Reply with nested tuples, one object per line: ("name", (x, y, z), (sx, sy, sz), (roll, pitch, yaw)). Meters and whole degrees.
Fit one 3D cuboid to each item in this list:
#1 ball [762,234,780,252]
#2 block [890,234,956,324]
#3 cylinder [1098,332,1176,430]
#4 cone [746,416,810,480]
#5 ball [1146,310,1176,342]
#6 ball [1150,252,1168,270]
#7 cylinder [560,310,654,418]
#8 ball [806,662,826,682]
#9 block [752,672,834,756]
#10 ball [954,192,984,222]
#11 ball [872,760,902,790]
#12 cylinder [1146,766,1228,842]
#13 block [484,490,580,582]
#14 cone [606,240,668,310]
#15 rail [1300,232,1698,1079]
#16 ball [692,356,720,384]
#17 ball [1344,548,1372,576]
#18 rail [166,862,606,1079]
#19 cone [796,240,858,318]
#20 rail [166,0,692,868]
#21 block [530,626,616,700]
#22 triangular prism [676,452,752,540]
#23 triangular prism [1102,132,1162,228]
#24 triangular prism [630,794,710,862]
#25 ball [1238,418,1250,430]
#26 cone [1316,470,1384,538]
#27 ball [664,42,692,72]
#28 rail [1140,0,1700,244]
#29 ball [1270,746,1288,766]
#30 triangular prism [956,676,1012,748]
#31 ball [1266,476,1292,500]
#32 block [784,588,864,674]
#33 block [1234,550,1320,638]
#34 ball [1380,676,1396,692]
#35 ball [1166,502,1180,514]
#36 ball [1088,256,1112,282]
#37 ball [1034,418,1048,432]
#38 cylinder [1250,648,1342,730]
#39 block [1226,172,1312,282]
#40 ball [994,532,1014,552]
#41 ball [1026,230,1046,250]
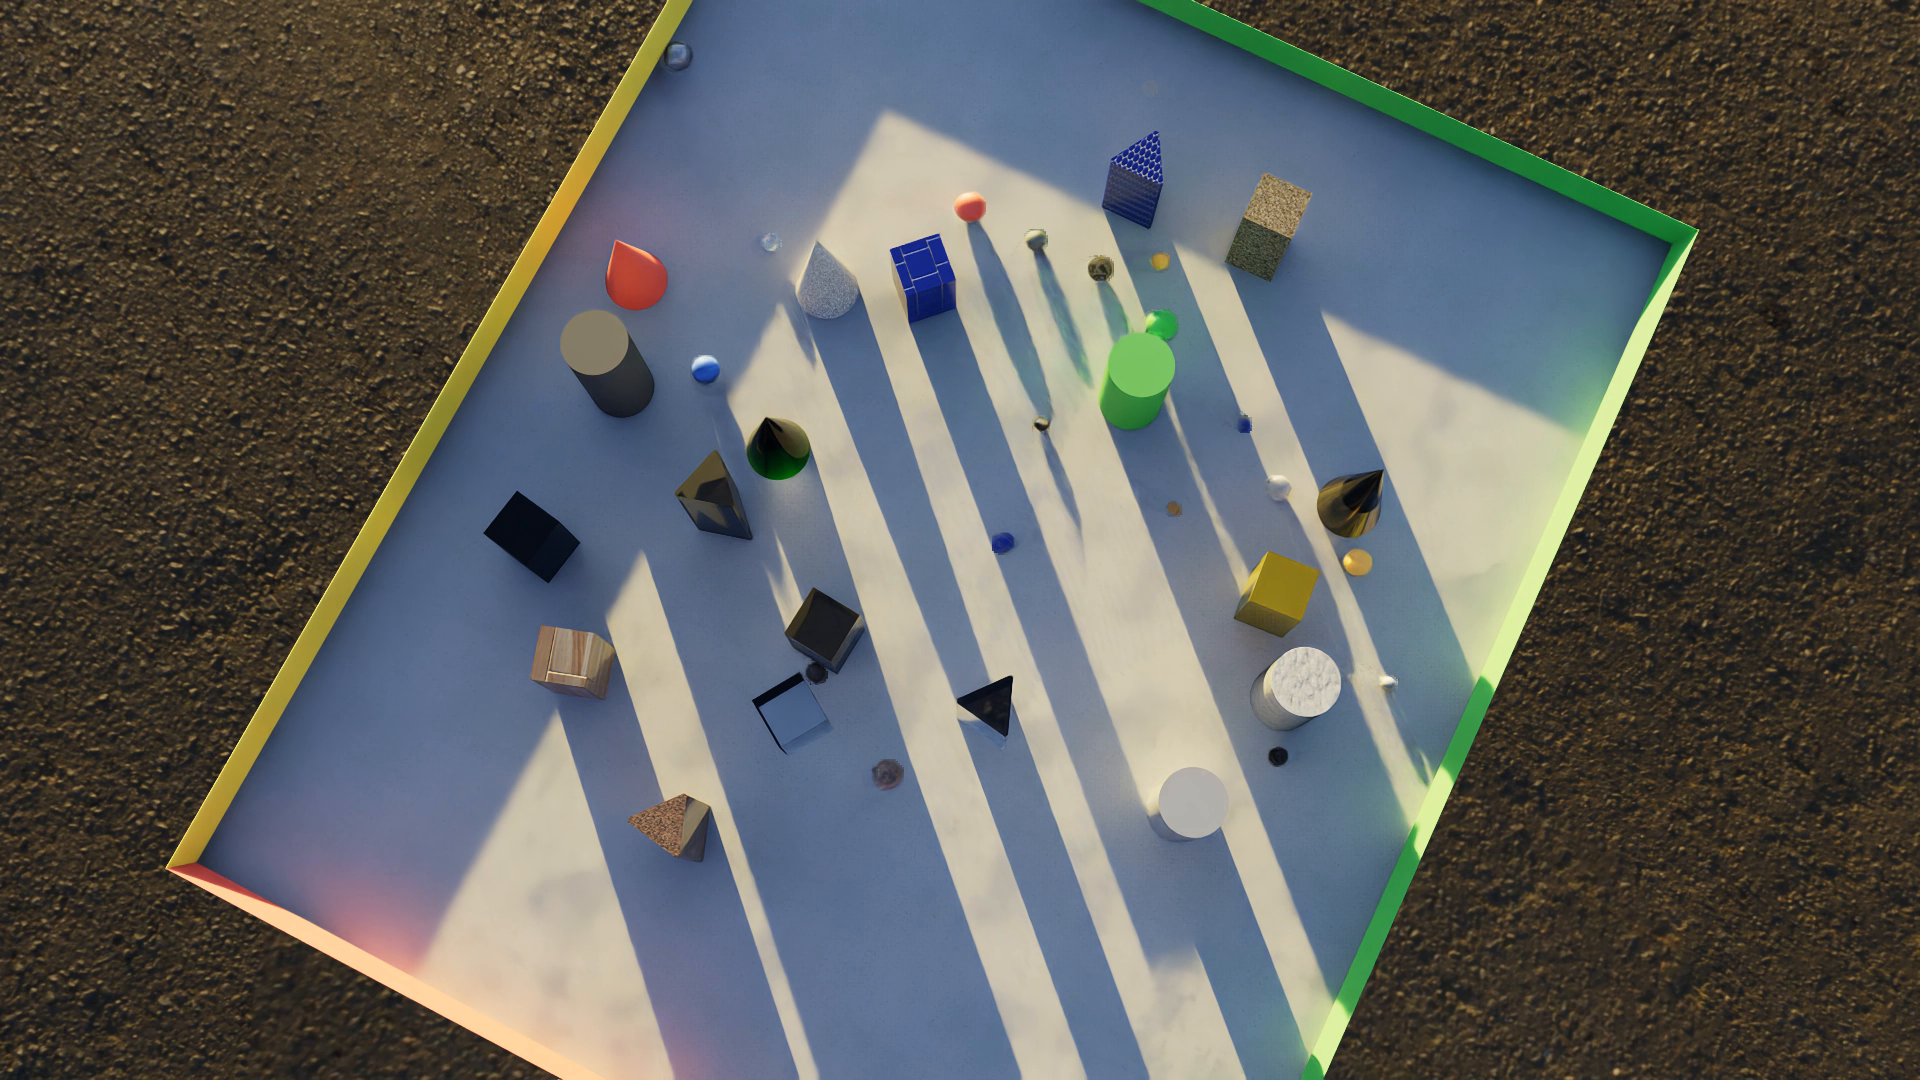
("ball", (-0.598, -0.938, 5.783), (0.054, 0.054, 0.054), (0, 78, 0))
("block", (-0.112, -0.804, 5.650), (0.158, 0.261, 0.158), (-19, 79, -4))
("cylinder", (0.530, -0.475, 5.529), (0.197, 0.364, 0.197), (0, 78, 0))
("cone", (-0.562, -0.319, 5.491), (0.197, 0.375, 0.197), (0, 78, 0))
("ball", (0.626, -0.667, 5.704), (0.099, 0.099, 0.099), (0, 78, 0))
("ball", (0.628, -0.877, 5.770), (0.055, 0.055, 0.055), (0, 78, 0))
("cylinder", (-1.052, -0.523, 5.493), (0.197, 0.455, 0.197), (0, 78, 0))
("ball", (-0.432, 0.398, 5.503), (0.061, 0.061, 0.061), (0, 78, 0))
("block", (-0.487, 0.513, 5.369), (0.158, 0.277, 0.158), (-30, 80, -6))
("ball", (0.029, -1.050, 5.787), (0.093, 0.093, 0.093), (0, 78, 0))
("ball", (-0.216, 0.697, 5.426), (0.090, 0.090, 0.090), (0, 78, 0))
("cylinder", (0.652, 0.766, 5.283), (0.197, 0.344, 0.197), (0, 78, 0))
("block", (-1.273, -0.006, 5.463), (0.158, 0.302, 0.158), (35, 80, 7))
("cone", (-1.022, -0.855, 5.612), (0.197, 0.356, 0.197), (0, 78, 0))
("rail", (1.424, 0.704, 5.404), (0.045, 0.128, 3.797), (26, 80, 5))
("ball", (-0.788, -0.528, 5.682), (0.086, 0.086, 0.086), (0, 78, 0))
("ball", (1.206, 0.066, 5.560), (0.084, 0.084, 0.084), (0, 78, 0))
("rail", (-0.838, 1.649, 5.209), (3.232, 0.128, 0.045), (26, 80, 5))
("cone", (-0.420, -0.835, 5.570), (0.197, 0.430, 0.197), (0, 78, 0))
("rail", (-1.424, -0.691, 5.693), (0.045, 0.128, 3.797), (26, 80, 5))
("block", (-1.133, 0.363, 5.380), (0.158, 0.317, 0.158), (8, 78, 2))
("triangular prism", (-0.706, -0.137, 5.407), (0.171, 0.466, 0.148), (11, 79, 2))
("triangular prism", (0.560, -1.128, 5.668), (0.171, 0.356, 0.148), (26, 80, 5))
("triangular prism", (-0.789, 0.798, 5.208), (0.171, 0.477, 0.148), (35, 80, 7))
("ball", (0.879, -0.359, 5.670), (0.041, 0.041, 0.041), (0, 78, 0))
("cone", (1.196, -0.152, 5.405), (0.197, 0.476, 0.197), (0, 78, 0))
("ball", (-0.909, -1.554, 5.892), (0.091, 0.091, 0.091), (0, 78, 0))
("rail", (0.838, -1.635, 5.889), (3.232, 0.128, 0.045), (26, 80, 5))
("ball", (0.949, 0.644, 5.455), (0.056, 0.056, 0.056), (0, 78, 0))
("triangular prism", (0.103, 0.479, 5.319), (0.171, 0.389, 0.148), (35, 80, 7))
("ball", (0.977, -0.159, 5.611), (0.075, 0.075, 0.075), (0, 78, 0))
("block", (-0.397, 0.271, 5.414), (0.158, 0.287, 0.158), (31, 80, 6))
("block", (0.933, 0.164, 5.418), (0.158, 0.323, 0.158), (22, 79, 4))
("ball", (1.286, 0.433, 5.505), (0.044, 0.044, 0.044), (0, 78, 0))
("ball", (0.654, -0.098, 5.616), (0.041, 0.041, 0.041), (0, 78, 0))
("ball", (0.439, -0.850, 5.753), (0.078, 0.078, 0.078), (0, 78, 0))
("ball", (0.251, -0.358, 5.668), (0.044, 0.044, 0.044), (0, 78, 0))
("cylinder", (0.971, 0.437, 5.329), (0.197, 0.387, 0.197), (0, 78, 0))
("block", (0.943, -0.955, 5.621), (0.158, 0.377, 0.158), (25, 79, 5))
("ball", (0.134, 0.007, 5.582), (0.065, 0.065, 0.065), (0, 78, 0))
("ball", (0.239, -0.946, 5.779), (0.064, 0.064, 0.064), (0, 78, 0))
